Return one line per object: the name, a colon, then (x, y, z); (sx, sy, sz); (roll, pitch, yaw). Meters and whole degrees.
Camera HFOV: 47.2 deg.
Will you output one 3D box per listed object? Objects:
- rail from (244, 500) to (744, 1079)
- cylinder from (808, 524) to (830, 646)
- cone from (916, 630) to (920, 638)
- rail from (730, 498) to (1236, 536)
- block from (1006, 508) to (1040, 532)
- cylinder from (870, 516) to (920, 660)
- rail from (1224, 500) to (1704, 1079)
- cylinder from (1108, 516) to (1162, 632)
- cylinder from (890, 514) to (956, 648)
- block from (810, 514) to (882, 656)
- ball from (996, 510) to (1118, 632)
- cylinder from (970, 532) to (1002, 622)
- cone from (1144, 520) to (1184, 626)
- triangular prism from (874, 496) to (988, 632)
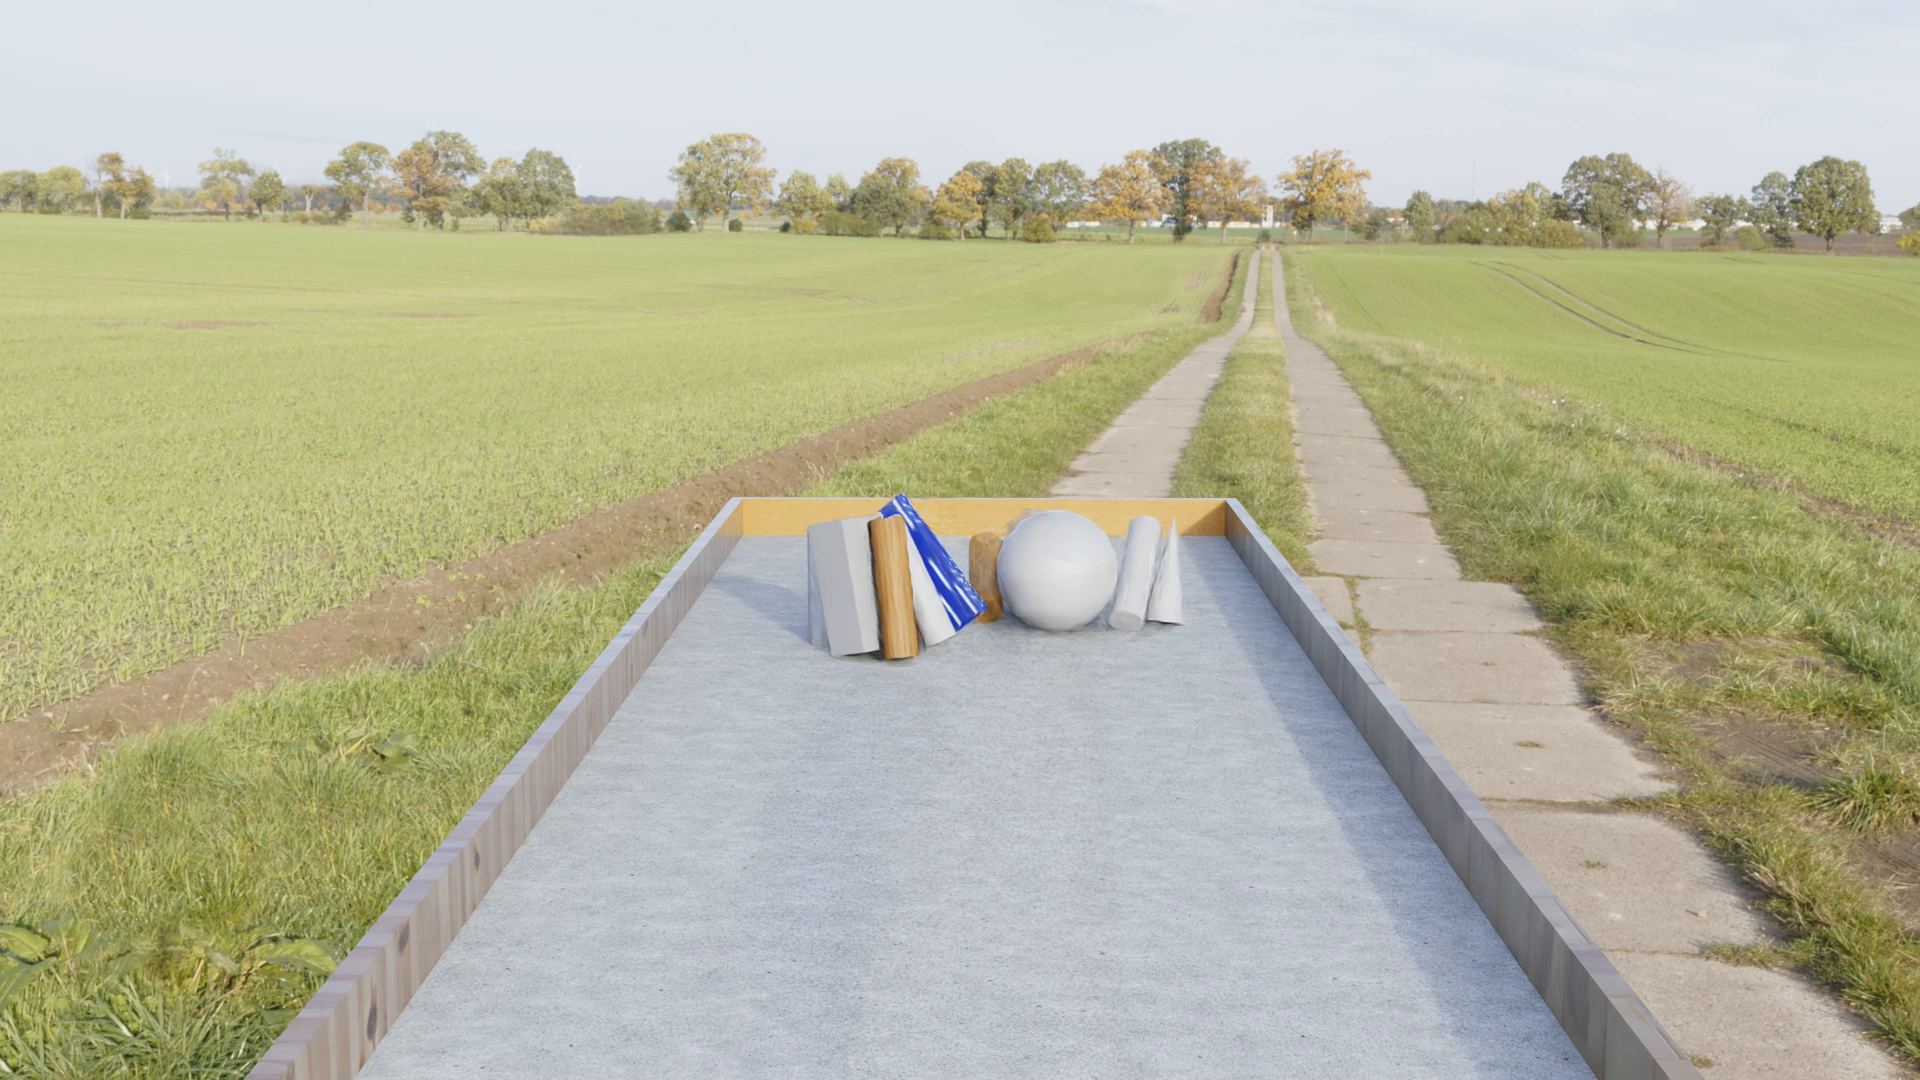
rail: (-1.004, 0.839, 3.234); (0.050, 0.150, 12.000); (0, 9, 1)
cylinder: (-0.401, 0.141, 6.942); (0.159, 0.367, 0.159); (0, 9, 0)
cone: (-0.203, 0.131, 7.070); (0.113, 0.113, 0.386); (-9, 56, -43)
rail: (0.099, -0.098, 9.147); (2.100, 0.150, 0.050); (0, 9, 1)
block: (0.298, 0.074, 7.393); (0.105, 0.361, 0.105); (-37, -24, 21)
cylinder: (-0.200, 0.147, 6.680); (0.107, 0.425, 0.107); (-6, -4, 0)
rail: (1.046, 0.843, 3.208); (0.050, 0.150, 12.000); (0, 9, 1)
cylinder: (0.577, 0.109, 7.201); (0.112, 0.112, 0.404); (3, 51, 16)
cylinder: (-0.145, 0.128, 6.866); (0.107, 0.418, 0.107); (-25, -5, -2)
block: (-0.322, 0.140, 6.745); (0.152, 0.406, 0.152); (-9, -1, -44)
ball: (0.313, 0.100, 7.096); (0.394, 0.394, 0.394); (0, 9, 0)
cylinder: (0.087, 0.123, 7.348); (0.112, 0.112, 0.312); (0, 46, 0)
cone: (0.683, 0.096, 7.200); (0.142, 0.351, 0.142); (7, -5, 1)
triangular prism: (-0.077, 0.060, 7.075); (0.147, 0.458, 0.127); (-38, -3, 35)
